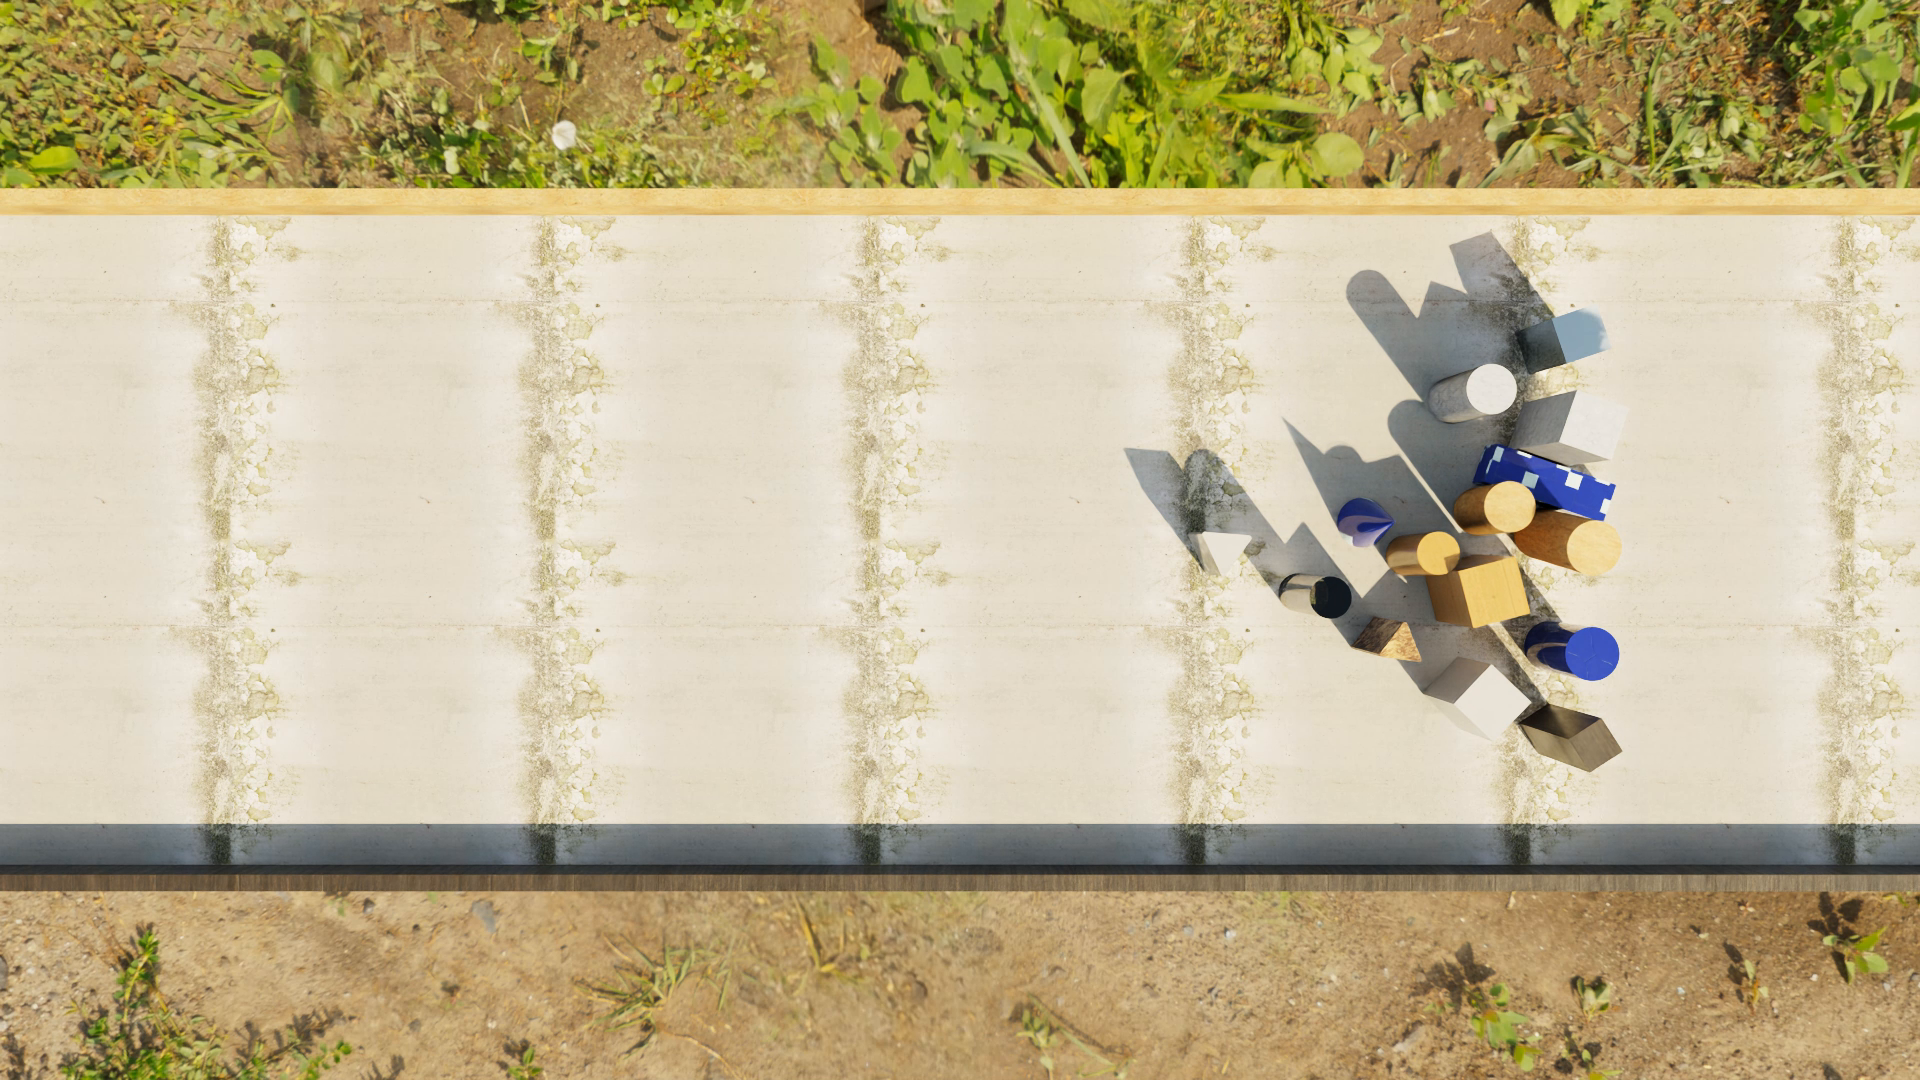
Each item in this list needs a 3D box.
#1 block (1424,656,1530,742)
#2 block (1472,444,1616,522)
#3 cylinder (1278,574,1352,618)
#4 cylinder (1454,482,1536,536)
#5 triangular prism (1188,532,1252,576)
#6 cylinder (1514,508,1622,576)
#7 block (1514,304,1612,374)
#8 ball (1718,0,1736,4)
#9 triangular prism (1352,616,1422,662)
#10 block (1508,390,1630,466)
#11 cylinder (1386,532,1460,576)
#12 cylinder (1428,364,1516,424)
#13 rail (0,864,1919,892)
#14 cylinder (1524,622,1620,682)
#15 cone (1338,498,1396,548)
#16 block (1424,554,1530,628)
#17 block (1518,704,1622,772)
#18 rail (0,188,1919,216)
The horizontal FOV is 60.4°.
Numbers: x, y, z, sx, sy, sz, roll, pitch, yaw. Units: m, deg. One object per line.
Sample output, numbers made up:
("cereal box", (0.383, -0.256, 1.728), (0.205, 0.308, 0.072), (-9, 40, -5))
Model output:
("block", (1.535, 0.470, 4.916), (0.159, 0.321, 0.159), (44, 90, 0))
("block", (1.774, -0.171, 5.016), (0.377, 0.121, 0.121), (19, 90, 0))
("cylinder", (1.040, 0.162, 4.852), (0.119, 0.450, 0.119), (0, 90, 0))
("cylinder", (1.591, -0.092, 4.919), (0.148, 0.310, 0.148), (0, 88, 1))
("triangular prism", (0.752, 0.014, 4.923), (0.122, 0.307, 0.141), (35, 90, 0))
("cylinder", (1.787, 0.001, 4.866), (0.157, 0.406, 0.157), (0, 96, -2))
("block", (1.795, -0.596, 4.918), (0.137, 0.316, 0.137), (-19, 90, 0))
("ball", (4.846, -3.482, 10.403), (0.188, 0.188, 0.188), (0, 90, 0))
("triangular prism", (1.271, 0.288, 4.905), (0.121, 0.343, 0.105), (8, 90, 0))
("block", (1.782, -0.323, 4.855), (0.155, 0.443, 0.155), (19, 90, 0))
("cylinder", (1.376, 0.043, 4.916), (0.125, 0.317, 0.125), (0, 88, -2))
("cylinder", (1.510, -0.429, 4.881), (0.143, 0.390, 0.143), (0, 90, 0))
("rail", (-2.247, 1.025, 5.001), (12.000, 0.150, 0.050), (0, 90, 0))
("cylinder", (1.815, 0.327, 4.905), (0.156, 0.343, 0.156), (0, 90, 0))
("cone", (1.238, -0.053, 4.879), (0.155, 0.394, 0.155), (0, 90, 0))
("block", (1.527, 0.148, 4.894), (0.168, 0.364, 0.168), (-15, 90, 0))
("block", (1.796, 0.580, 4.867), (0.112, 0.419, 0.112), (-33, 90, 0))
("rail", (-2.247, -1.025, 5.002), (12.000, 0.150, 0.050), (0, 90, 0))
